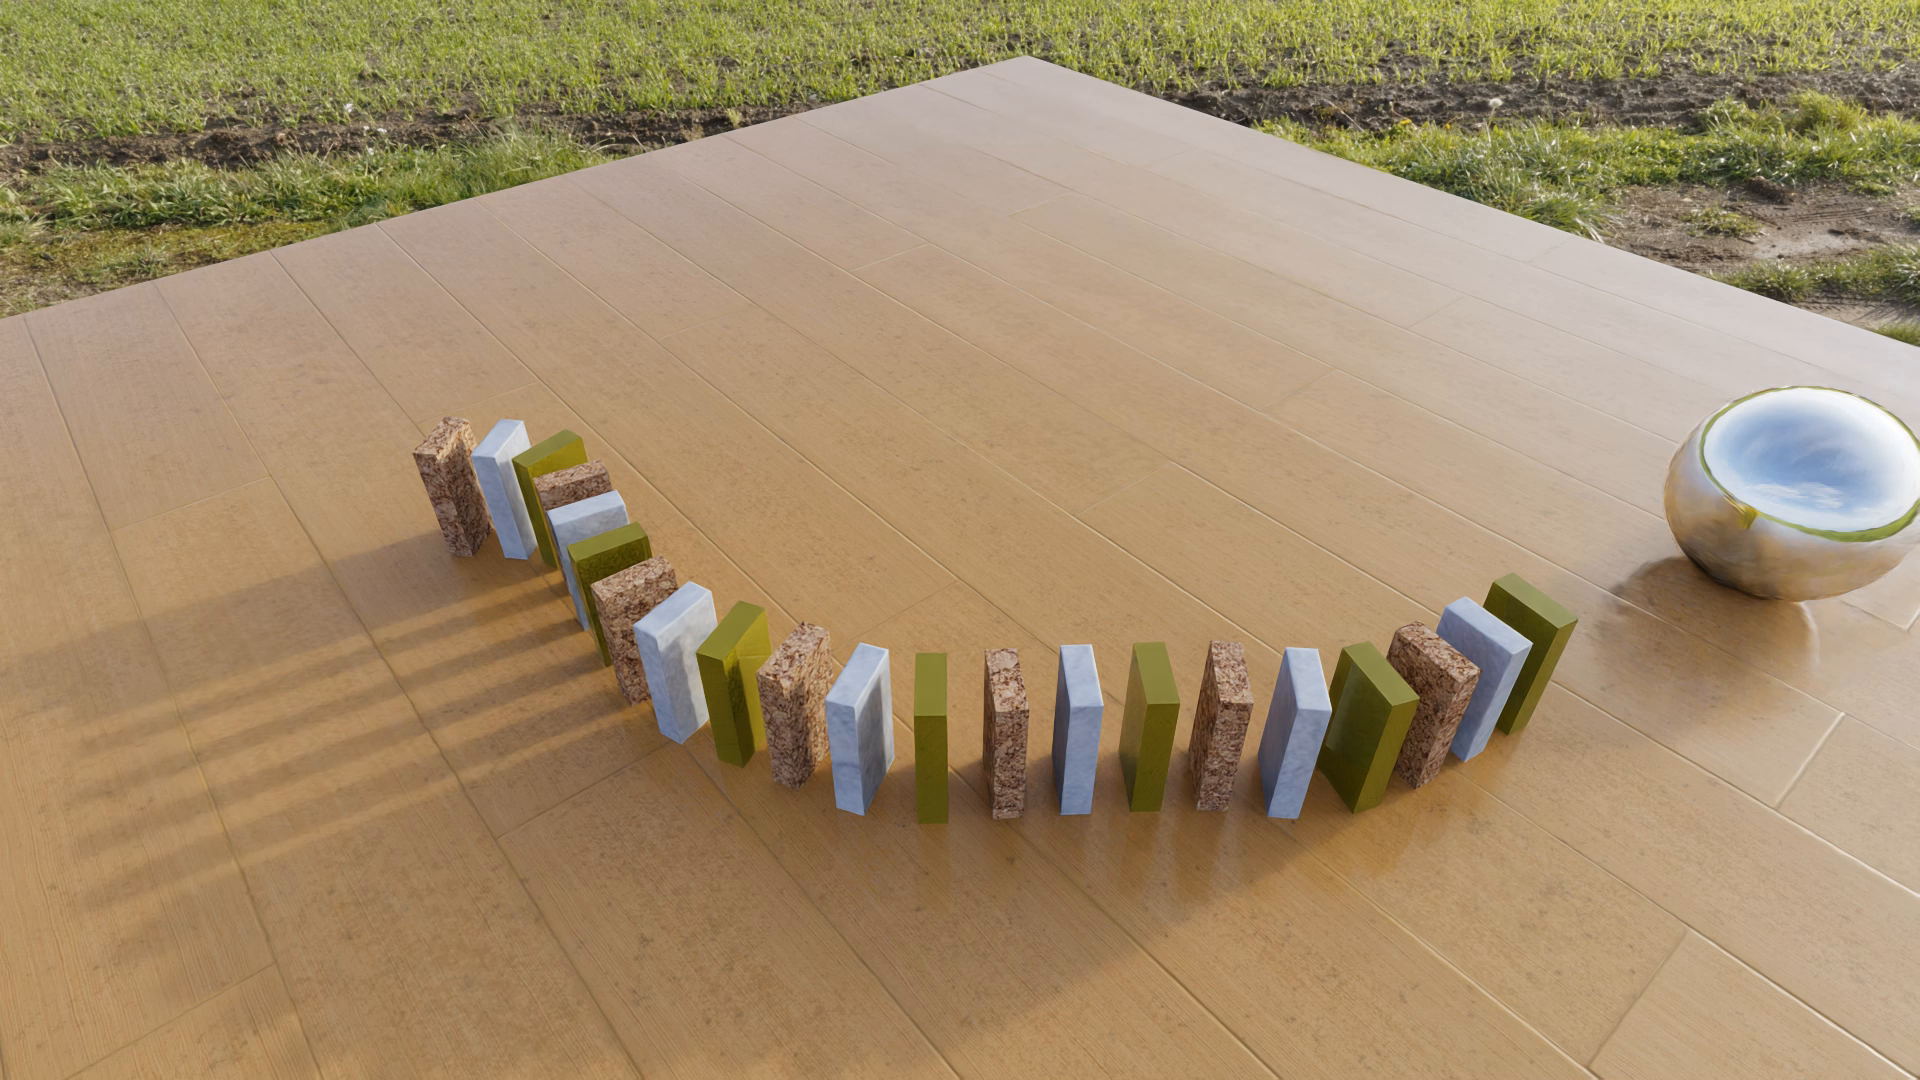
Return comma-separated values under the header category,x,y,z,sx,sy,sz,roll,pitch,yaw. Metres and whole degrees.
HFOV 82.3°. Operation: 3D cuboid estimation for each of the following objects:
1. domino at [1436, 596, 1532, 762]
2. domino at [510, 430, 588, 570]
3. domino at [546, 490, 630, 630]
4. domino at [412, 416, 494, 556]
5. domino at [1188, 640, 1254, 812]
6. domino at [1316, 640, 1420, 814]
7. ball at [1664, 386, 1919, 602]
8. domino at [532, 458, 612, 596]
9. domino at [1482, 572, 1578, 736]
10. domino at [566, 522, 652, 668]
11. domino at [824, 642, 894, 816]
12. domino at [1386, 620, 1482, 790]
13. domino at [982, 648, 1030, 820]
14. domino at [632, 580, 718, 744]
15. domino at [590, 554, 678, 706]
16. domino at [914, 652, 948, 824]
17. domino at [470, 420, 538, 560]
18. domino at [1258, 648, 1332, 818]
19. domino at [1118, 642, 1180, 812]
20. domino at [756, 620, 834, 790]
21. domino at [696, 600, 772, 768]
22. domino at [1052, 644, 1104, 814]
category,x,y,z,sx,sy,sz,roll,pitch,yaw
domino,0.163,0.045,0.356,0.009,0.050,0.025,-21,44,-23
domino,-0.156,-0.015,0.430,0.010,0.050,0.025,25,45,27
domino,-0.131,0.008,0.402,0.025,0.050,0.010,-20,44,-23
domino,-0.199,-0.021,0.437,0.010,0.050,0.025,6,40,7
domino,0.080,0.058,0.341,0.010,0.050,0.025,2,39,3
domino,0.124,0.058,0.340,0.009,0.050,0.025,-12,41,-14
ball,0.309,-0.017,0.409,0.080,0.080,0.080,0,39,0
domino,-0.142,-0.004,0.417,0.025,0.050,0.010,-20,43,-23
domino,0.183,0.038,0.365,0.009,0.050,0.025,-19,43,-22
domino,-0.119,0.020,0.387,0.025,0.050,0.009,-22,44,-25
domino,-0.030,0.059,0.340,0.009,0.050,0.025,13,41,15
domino,0.144,0.052,0.347,0.010,0.050,0.025,-19,43,-22
domino,0.014,0.060,0.338,0.009,0.050,0.025,-4,40,-5
domino,-0.090,0.041,0.362,0.009,0.050,0.025,22,44,25
domino,-0.107,0.031,0.373,0.025,0.050,0.009,-27,46,-29
domino,-0.009,0.061,0.337,0.009,0.050,0.025,0,39,0
domino,-0.177,-0.020,0.436,0.010,0.050,0.025,5,40,6
domino,0.102,0.060,0.338,0.009,0.050,0.025,3,39,4
domino,0.058,0.058,0.340,0.010,0.050,0.025,-1,39,-2
domino,-0.050,0.053,0.347,0.009,0.050,0.025,18,43,21
domino,-0.070,0.047,0.354,0.010,0.050,0.025,15,42,17
domino,0.036,0.059,0.339,0.010,0.050,0.025,-2,39,-2
